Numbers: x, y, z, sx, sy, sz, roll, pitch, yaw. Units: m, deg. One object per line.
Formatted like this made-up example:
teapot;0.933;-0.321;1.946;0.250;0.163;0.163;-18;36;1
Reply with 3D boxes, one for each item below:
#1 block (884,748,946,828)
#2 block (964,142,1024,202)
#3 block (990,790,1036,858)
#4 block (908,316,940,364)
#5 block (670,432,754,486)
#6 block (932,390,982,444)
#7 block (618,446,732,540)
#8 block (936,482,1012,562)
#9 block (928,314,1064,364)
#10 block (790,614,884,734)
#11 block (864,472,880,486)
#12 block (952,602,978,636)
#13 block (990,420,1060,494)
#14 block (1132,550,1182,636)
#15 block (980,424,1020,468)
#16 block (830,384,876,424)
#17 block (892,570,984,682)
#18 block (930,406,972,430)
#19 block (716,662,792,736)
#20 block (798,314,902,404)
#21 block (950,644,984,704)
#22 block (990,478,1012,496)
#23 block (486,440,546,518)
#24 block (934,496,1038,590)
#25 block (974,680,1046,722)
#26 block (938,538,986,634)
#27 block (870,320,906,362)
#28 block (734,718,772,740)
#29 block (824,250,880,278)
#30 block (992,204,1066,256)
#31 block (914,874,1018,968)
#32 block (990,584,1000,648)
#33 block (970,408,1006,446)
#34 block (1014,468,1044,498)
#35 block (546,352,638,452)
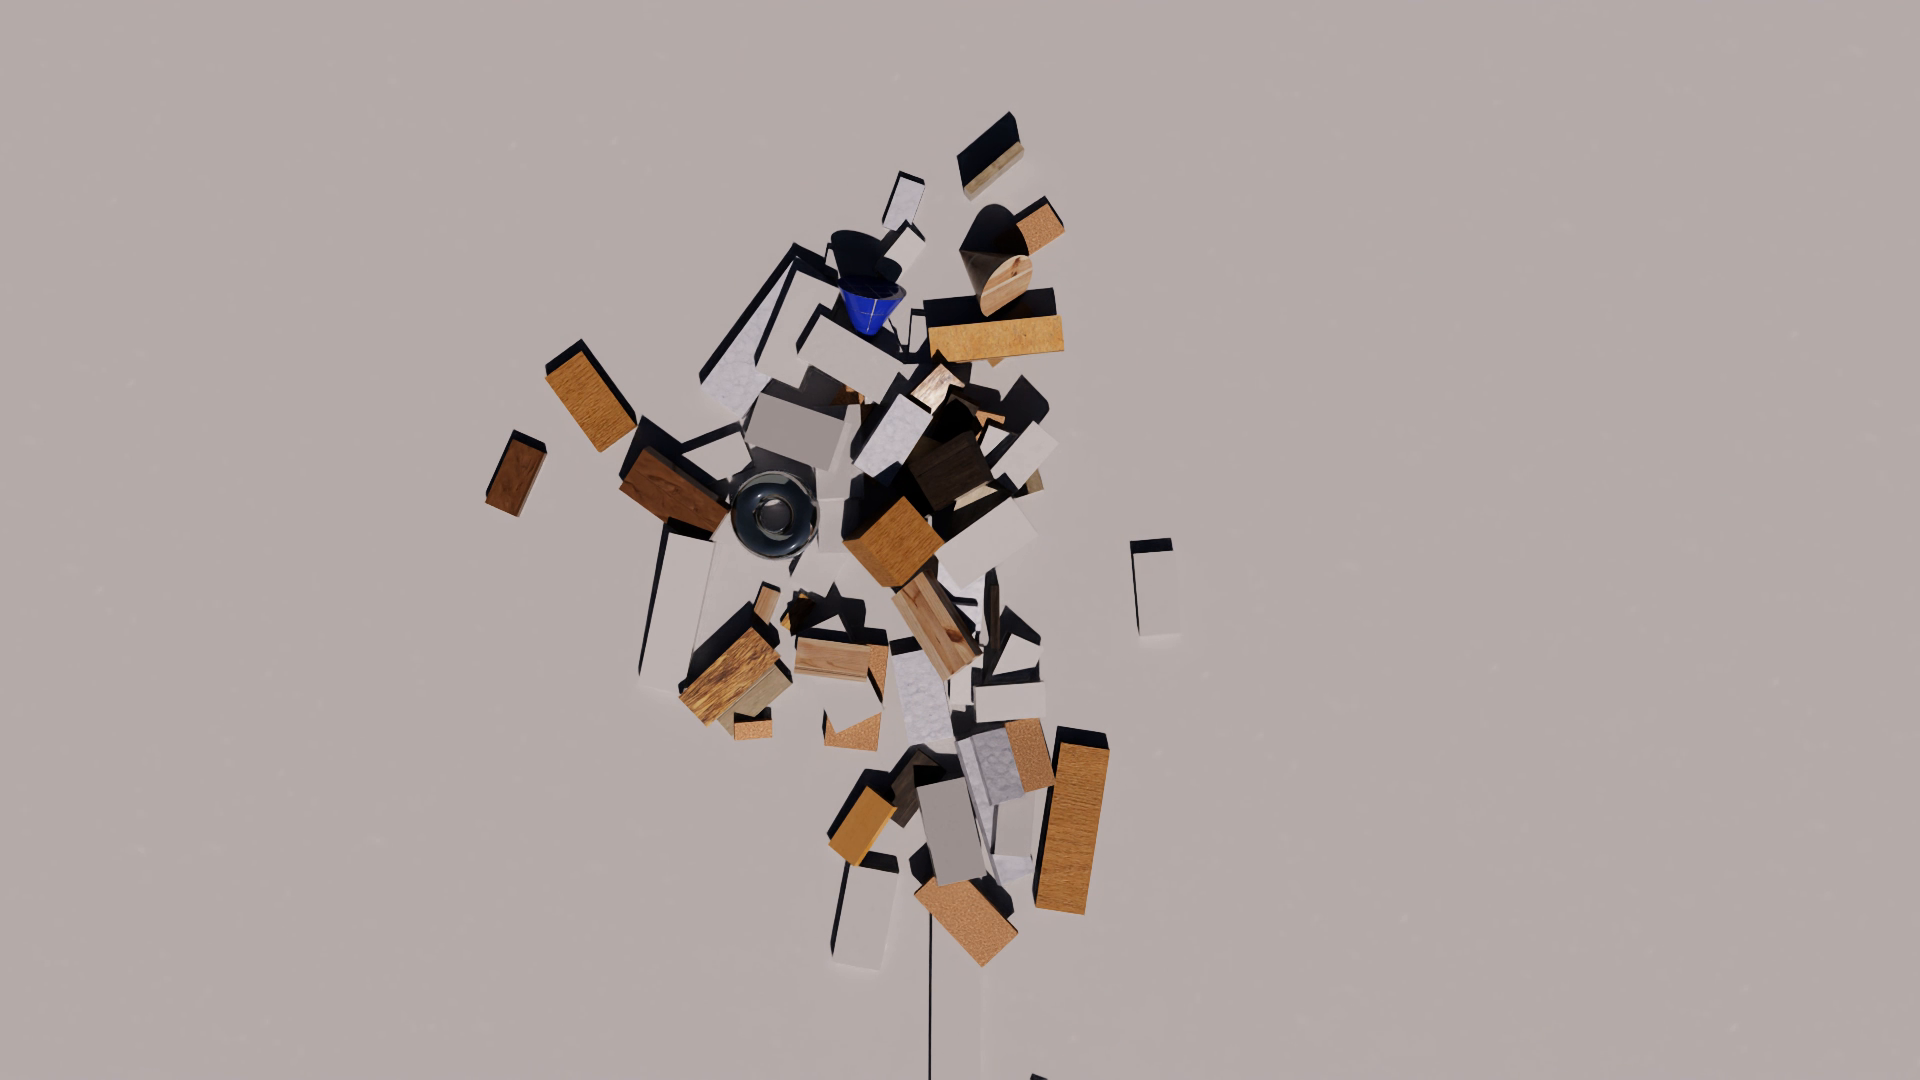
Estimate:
block;-0.163;0.826;5.483;0.119;0.034;0.238;37;90;0
block;0.112;-1.215;5.442;0.231;0.116;0.033;-40;90;0
block;0.176;0.911;5.438;0.129;0.037;0.258;9;80;-21
block;-0.121;-0.653;5.487;0.090;0.026;0.180;5;90;0
block;-0.822;-0.257;5.482;0.249;0.035;0.125;-22;90;0
block;-0.014;-0.392;5.425;0.100;0.028;0.201;27;129;0
block;-0.938;-0.139;5.446;0.343;0.049;0.171;36;112;0
block;0.043;-0.045;5.422;0.155;0.044;0.310;20;112;0
block;0.119;-0.659;5.422;0.437;0.033;0.116;-6;90;0
block;-0.403;0.439;5.426;0.175;0.049;0.349;-26;90;0
block;-0.252;-0.296;5.461;0.110;0.031;0.220;41;99;7
block;-0.002;0.308;5.443;0.103;0.029;0.207;5;108;0
block;0.206;-0.270;5.386;0.112;0.032;0.224;40;95;-9
block;0.654;0.177;5.480;0.138;0.039;0.275;-5;90;0
block;0.106;-0.261;5.442;0.112;0.032;0.224;20;107;-7
block;-0.369;-0.429;5.482;0.125;0.035;0.249;32;90;0
block;-0.077;0.280;5.403;0.164;0.047;0.328;-40;76;32
block;-0.013;-0.400;5.487;0.180;0.026;0.090;26;90;0
block;-0.700;0.515;5.481;0.265;0.037;0.132;-41;90;0
block;-0.359;-0.589;5.397;0.310;0.044;0.155;30;90;-3
block;0.022;0.443;5.455;0.104;0.029;0.207;2;108;0
block;0.091;-0.119;5.450;0.112;0.032;0.224;23;104;-7
block;-1.476;-0.206;5.484;0.116;0.033;0.231;24;90;0
block;0.084;0.009;5.345;0.310;0.044;0.155;-36;96;5
block;0.163;0.530;5.423;0.235;0.033;0.117;-3;97;-13
block;0.002;0.151;5.434;0.155;0.044;0.310;4;107;0
block;-0.256;-0.662;5.487;0.090;0.026;0.180;-24;90;0
block;-0.685;0.627;5.465;0.125;0.018;0.063;-3;109;-15
block;-0.360;-0.907;5.488;0.174;0.025;0.087;11;90;0
block;0.229;-1.011;5.485;0.218;0.031;0.109;-33;90;0
block;0.020;1.228;5.431;0.163;0.046;0.327;-43;90;0
block;0.115;0.252;5.448;0.029;0.104;0.207;-1;90;0
block;0.078;-0.326;5.456;0.100;0.028;0.201;13;107;-1
block;0.200;-0.248;5.486;0.100;0.028;0.201;-18;90;0
block;-1.225;-0.458;5.479;0.152;0.043;0.303;-36;90;0
